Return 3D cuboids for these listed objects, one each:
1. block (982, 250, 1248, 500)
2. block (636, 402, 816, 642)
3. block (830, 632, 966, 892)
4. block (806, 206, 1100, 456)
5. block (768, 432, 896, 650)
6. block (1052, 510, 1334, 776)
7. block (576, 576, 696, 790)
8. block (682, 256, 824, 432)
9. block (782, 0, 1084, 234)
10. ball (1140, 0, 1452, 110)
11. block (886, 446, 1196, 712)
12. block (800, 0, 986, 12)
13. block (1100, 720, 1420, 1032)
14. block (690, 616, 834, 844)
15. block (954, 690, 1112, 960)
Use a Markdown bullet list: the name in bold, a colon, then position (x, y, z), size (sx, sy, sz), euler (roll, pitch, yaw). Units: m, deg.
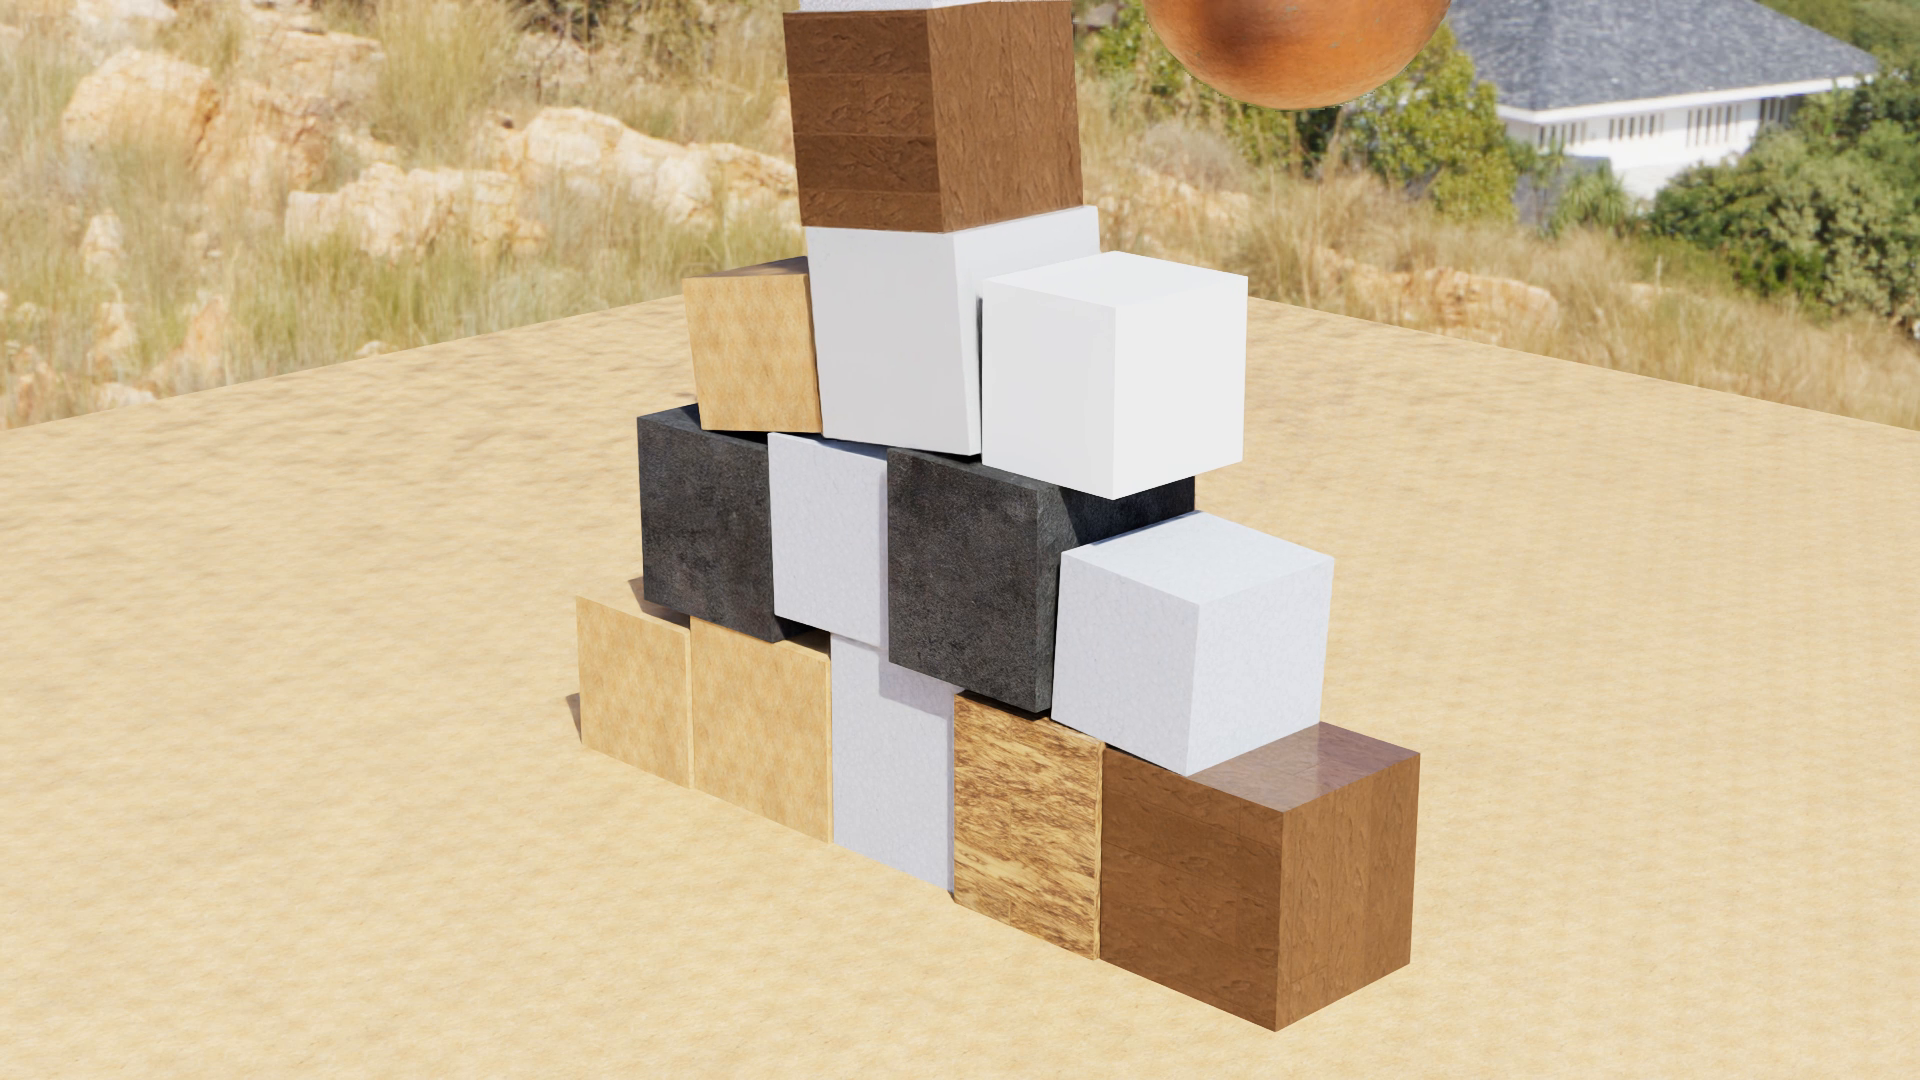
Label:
- **block**: position (0.654, -0.717, 12.453), size (0.828, 0.807, 0.754), euler (-17, 24, -42)
- **block**: position (-0.898, -0.152, 14.252), size (0.915, 0.926, 0.944), euler (-17, 23, -42)
- **block**: position (0.013, 0.922, 13.638), size (0.851, 1.063, 0.869), euler (-17, 24, -42)
- **block**: position (-0.004, -0.965, 13.023), size (0.894, 0.946, 0.929), euler (-17, 18, -42)
- **block**: position (-0.259, -0.084, 13.603), size (0.886, 0.874, 0.856), euler (-17, 22, -42)
- **block**: position (0.984, 0.419, 12.437), size (0.873, 0.758, 0.761), euler (-17, 28, -42)
- **block**: position (-1.302, 0.653, 14.917), size (0.940, 0.809, 0.853), euler (-17, 24, -42)
- **block**: position (-0.669, -0.940, 13.772), size (0.824, 0.720, 0.871), euler (-16, 13, -42)
- **block**: position (-0.113, -1.885, 12.853), size (0.872, 0.935, 0.901), euler (-17, 18, -42)
- **ball**: position (1.623, -2.880, 14.137), size (1.600, 1.600, 1.600), euler (0, 17, 0)
- **block**: position (0.357, 0.063, 12.958), size (1.008, 0.984, 0.904), euler (-17, 24, -42)
- **block**: position (-0.168, -2.693, 12.672), size (0.750, 0.725, 0.824), euler (-17, 18, -42)
- **block**: position (1.266, 1.348, 12.442), size (0.910, 0.968, 0.966), euler (-17, 24, -42)
- **block**: position (-0.656, 0.803, 14.276), size (0.864, 0.907, 0.968), euler (-17, 24, -42)
- **block**: position (0.604, 1.144, 13.041), size (0.933, 0.998, 0.845), euler (-17, 24, -42)
